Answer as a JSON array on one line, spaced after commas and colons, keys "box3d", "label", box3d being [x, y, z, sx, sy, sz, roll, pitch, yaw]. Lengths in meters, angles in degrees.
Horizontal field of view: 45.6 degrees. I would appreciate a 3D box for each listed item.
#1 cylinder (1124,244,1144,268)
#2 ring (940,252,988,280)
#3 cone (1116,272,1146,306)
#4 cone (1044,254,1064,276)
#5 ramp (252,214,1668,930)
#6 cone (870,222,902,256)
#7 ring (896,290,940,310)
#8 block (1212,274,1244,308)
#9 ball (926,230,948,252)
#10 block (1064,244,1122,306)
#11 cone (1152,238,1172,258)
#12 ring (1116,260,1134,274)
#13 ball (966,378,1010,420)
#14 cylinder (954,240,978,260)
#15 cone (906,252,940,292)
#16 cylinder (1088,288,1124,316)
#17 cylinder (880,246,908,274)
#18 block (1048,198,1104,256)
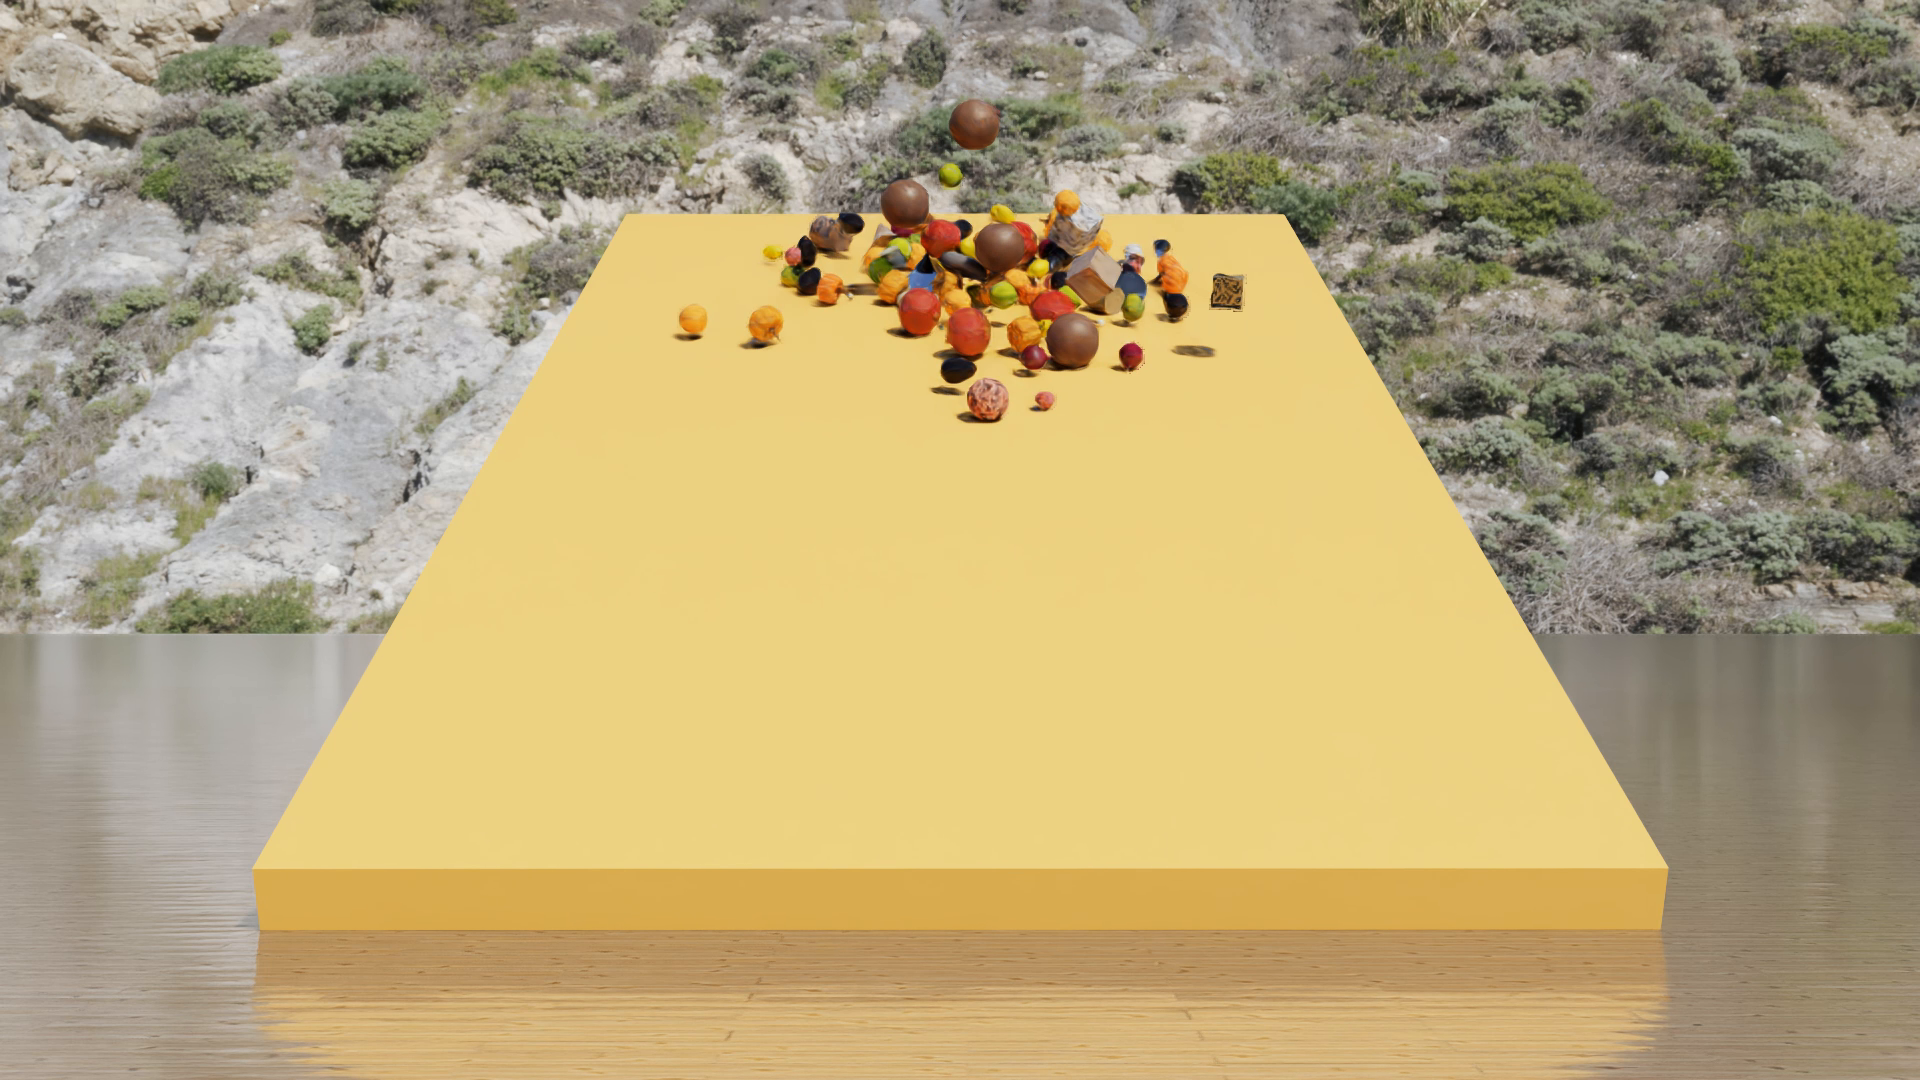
[{"box3d": [0.477, -0.779, 6.276, 0.051, 0.051, 0.051, 0, 39, -6], "label": "cylinder"}, {"box3d": [0.010, -0.722, 6.017, 0.133, 0.044, 0.133, 22, 0, 0], "label": "ring"}, {"box3d": [0.436, -0.655, 6.042, 0.089, 0.089, 0.089, 1, -6, -16], "label": "cone"}, {"box3d": [0.246, -0.746, 6.290, 0.057, 0.057, 0.057, 28, -31, 18], "label": "cone"}, {"box3d": [-0.006, -0.217, 5.110, 2.000, 0.100, 4.000, 0, 21, 0], "label": "ramp"}, {"box3d": [-0.216, -0.855, 6.387, 0.092, 0.092, 0.092, -13, -32, -8], "label": "cone"}, {"box3d": [-0.109, -0.625, 5.967, 0.112, 0.037, 0.112, 0, 20, 0], "label": "ring"}, {"box3d": [0.644, -0.599, 5.503, 0.071, 0.071, 0.071, 5, 14, 9], "label": "block"}, {"box3d": [-0.065, -0.855, 6.520, 0.062, 0.062, 0.062, 0, -2, 0], "label": "ball"}, {"box3d": [0.335, -0.666, 5.753, 0.090, 0.090, 0.090, 44, -44, -20], "label": "block"}, {"box3d": [0.564, -0.814, 6.469, 0.055, 0.055, 0.055, 14, -40, 12], "label": "cone"}, {"box3d": [0.435, -0.730, 6.218, 0.075, 0.075, 0.025, -1, -37, 19], "label": "ring"}, {"box3d": [0.063, -0.314, 5.090, 0.095, 0.095, 0.095, 0, -2, 0], "label": "ball"}, {"box3d": [0.018, -0.818, 6.440, 0.051, 0.051, 0.051, 11, 3, 28], "label": "cylinder"}, {"box3d": [-0.092, -0.722, 6.050, 0.095, 0.095, 0.095, 5, 38, -4], "label": "cone"}, {"box3d": [0.375, -0.627, 5.923, 0.072, 0.072, 0.072, 2, 23, -48], "label": "cylinder"}, {"box3d": [-0.181, -0.760, 6.197, 0.057, 0.057, 0.057, -22, 20, 9], "label": "cylinder"}, {"box3d": [0.320, -0.864, 6.322, 0.097, 0.097, 0.097, -40, -16, -40], "label": "block"}]
